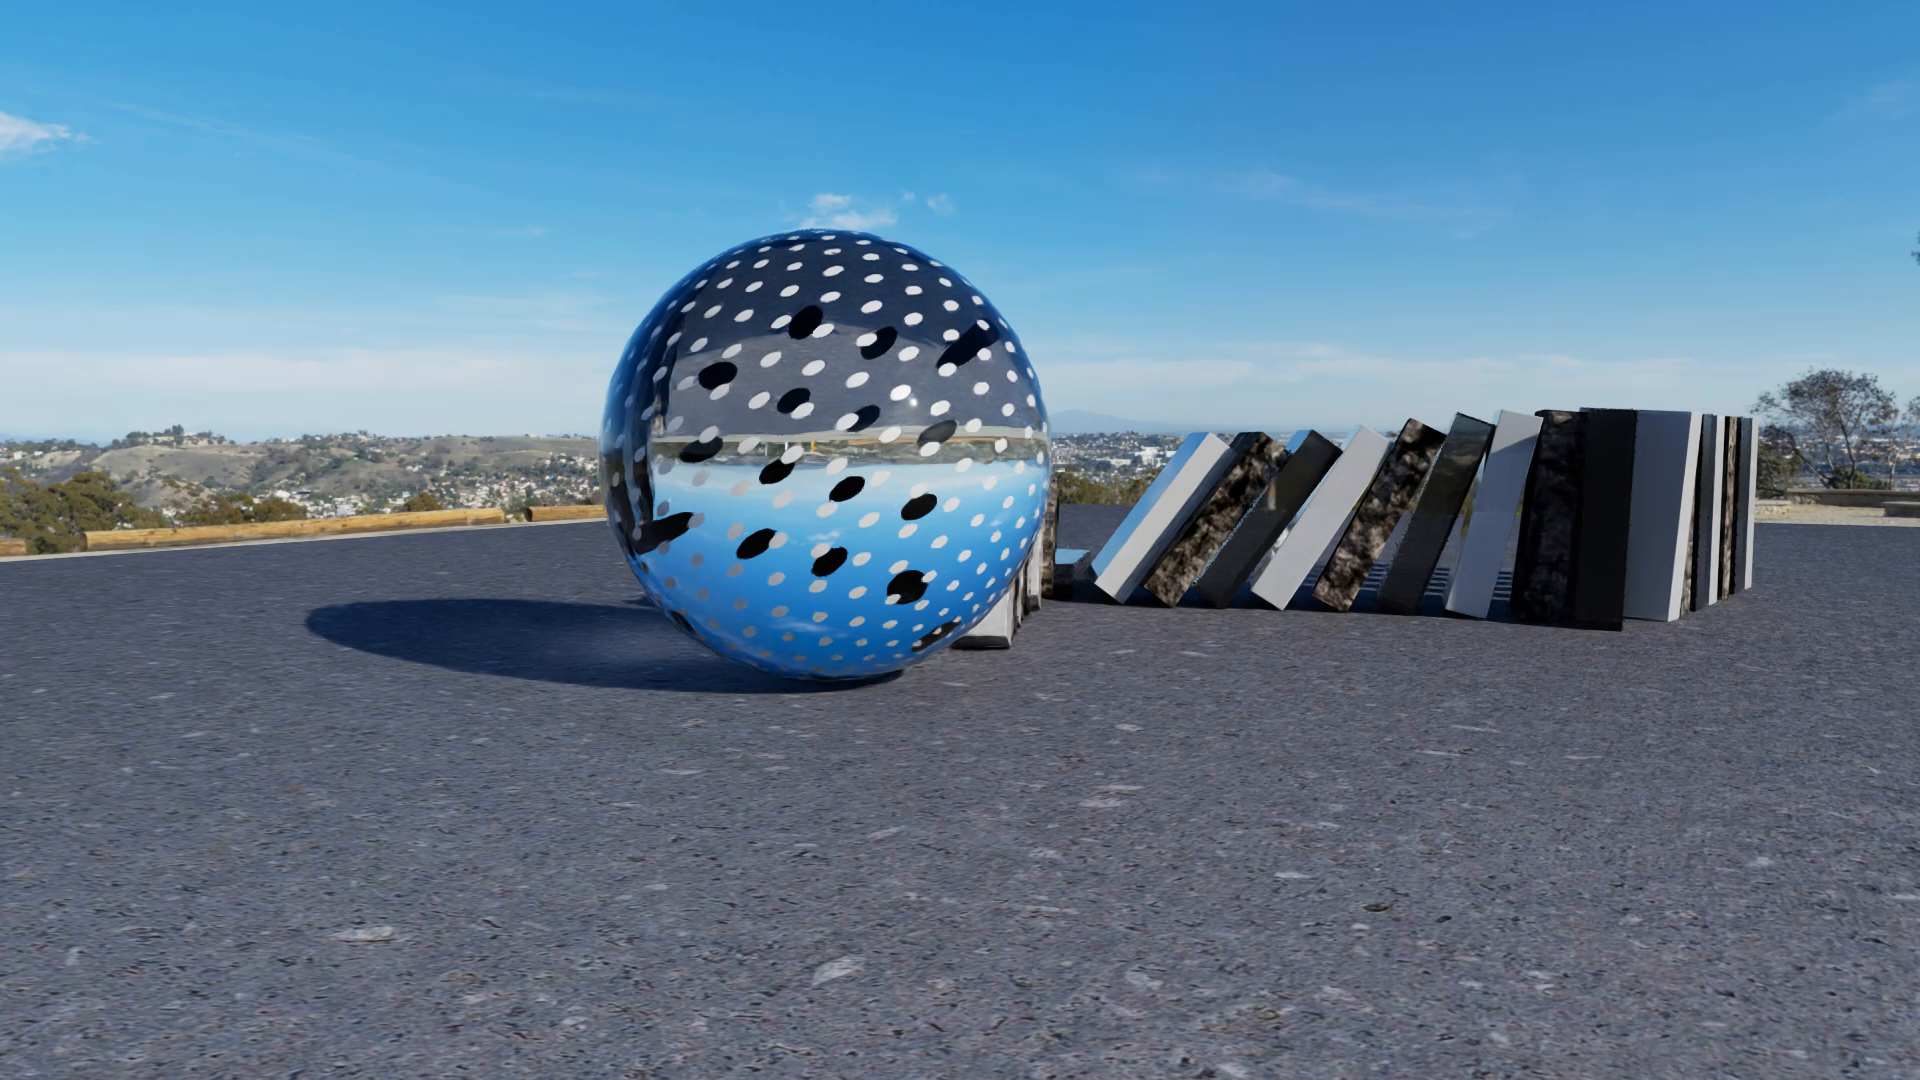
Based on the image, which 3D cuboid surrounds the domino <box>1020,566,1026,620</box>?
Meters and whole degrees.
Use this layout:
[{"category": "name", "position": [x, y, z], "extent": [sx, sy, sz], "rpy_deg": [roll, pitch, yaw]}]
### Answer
[{"category": "domino", "position": [0.004, -0.006, 0.315], "extent": [0.025, 0.050, 0.009], "rpy_deg": [1, -18, 8]}]

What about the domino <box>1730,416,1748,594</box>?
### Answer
[{"category": "domino", "position": [0.213, -0.010, 0.373], "extent": [0.025, 0.050, 0.009], "rpy_deg": [4, 6, 41]}]

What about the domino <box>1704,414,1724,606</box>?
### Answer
[{"category": "domino", "position": [0.191, -0.009, 0.348], "extent": [0.025, 0.050, 0.009], "rpy_deg": [4, 6, 41]}]

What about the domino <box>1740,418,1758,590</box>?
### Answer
[{"category": "domino", "position": [0.223, -0.011, 0.385], "extent": [0.025, 0.050, 0.009], "rpy_deg": [4, 6, 41]}]

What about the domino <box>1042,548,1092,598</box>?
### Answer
[{"category": "domino", "position": [0.024, 0.009, 0.380], "extent": [0.025, 0.009, 0.050], "rpy_deg": [1, 4, 12]}]

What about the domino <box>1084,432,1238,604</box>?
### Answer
[{"category": "domino", "position": [0.054, -0.007, 0.350], "extent": [0.009, 0.050, 0.025], "rpy_deg": [37, 3, -4]}]

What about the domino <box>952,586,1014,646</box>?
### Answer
[{"category": "domino", "position": [-0.001, -0.003, 0.274], "extent": [0.025, 0.050, 0.010], "rpy_deg": [1, -18, 8]}]

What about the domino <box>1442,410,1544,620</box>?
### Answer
[{"category": "domino", "position": [0.133, -0.007, 0.321], "extent": [0.009, 0.050, 0.025], "rpy_deg": [15, 9, 17]}]

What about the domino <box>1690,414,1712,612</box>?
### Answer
[{"category": "domino", "position": [0.180, -0.008, 0.336], "extent": [0.025, 0.050, 0.009], "rpy_deg": [4, 6, 41]}]

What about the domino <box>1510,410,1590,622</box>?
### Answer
[{"category": "domino", "position": [0.144, -0.006, 0.315], "extent": [0.010, 0.050, 0.025], "rpy_deg": [7, 6, 18]}]

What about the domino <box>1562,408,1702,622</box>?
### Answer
[{"category": "domino", "position": [0.164, -0.007, 0.315], "extent": [0.025, 0.050, 0.009], "rpy_deg": [9, 8, 43]}]

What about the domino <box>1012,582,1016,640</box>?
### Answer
[{"category": "domino", "position": [0.000, -0.004, 0.284], "extent": [0.025, 0.050, 0.010], "rpy_deg": [1, -18, 8]}]

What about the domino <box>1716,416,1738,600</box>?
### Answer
[{"category": "domino", "position": [0.202, -0.009, 0.360], "extent": [0.025, 0.050, 0.010], "rpy_deg": [4, 6, 41]}]

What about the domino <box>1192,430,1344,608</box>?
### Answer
[{"category": "domino", "position": [0.080, -0.006, 0.340], "extent": [0.009, 0.050, 0.025], "rpy_deg": [36, 7, 3]}]

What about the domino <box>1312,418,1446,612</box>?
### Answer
[{"category": "domino", "position": [0.108, -0.007, 0.330], "extent": [0.009, 0.050, 0.025], "rpy_deg": [29, 12, 13]}]

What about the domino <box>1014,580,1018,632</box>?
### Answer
[{"category": "domino", "position": [0.001, -0.004, 0.295], "extent": [0.025, 0.050, 0.010], "rpy_deg": [1, -18, 8]}]

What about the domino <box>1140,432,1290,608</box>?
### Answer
[{"category": "domino", "position": [0.066, -0.006, 0.343], "extent": [0.009, 0.050, 0.025], "rpy_deg": [37, 3, -4]}]

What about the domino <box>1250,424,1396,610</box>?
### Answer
[{"category": "domino", "position": [0.094, -0.006, 0.335], "extent": [0.010, 0.050, 0.025], "rpy_deg": [33, 10, 8]}]

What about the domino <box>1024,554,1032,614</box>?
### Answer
[{"category": "domino", "position": [0.006, -0.007, 0.326], "extent": [0.025, 0.050, 0.010], "rpy_deg": [1, -20, 8]}]

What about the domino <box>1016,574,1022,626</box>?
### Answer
[{"category": "domino", "position": [0.003, -0.005, 0.305], "extent": [0.025, 0.050, 0.009], "rpy_deg": [1, -18, 8]}]

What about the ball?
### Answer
[{"category": "ball", "position": [-0.023, -0.015, 0.230], "extent": [0.080, 0.080, 0.080], "rpy_deg": [0, 4, 0]}]

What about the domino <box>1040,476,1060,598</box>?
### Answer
[{"category": "domino", "position": [0.014, -0.002, 0.360], "extent": [0.025, 0.010, 0.050], "rpy_deg": [-1, 31, 8]}]

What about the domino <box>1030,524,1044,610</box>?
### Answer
[{"category": "domino", "position": [0.009, -0.007, 0.338], "extent": [0.025, 0.050, 0.009], "rpy_deg": [1, -25, 8]}]

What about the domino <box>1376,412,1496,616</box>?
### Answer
[{"category": "domino", "position": [0.120, -0.007, 0.326], "extent": [0.009, 0.050, 0.025], "rpy_deg": [23, 11, 16]}]

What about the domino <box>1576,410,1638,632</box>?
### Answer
[{"category": "domino", "position": [0.152, -0.005, 0.302], "extent": [0.009, 0.050, 0.025], "rpy_deg": [4, 6, 25]}]

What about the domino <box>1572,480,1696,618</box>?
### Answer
[{"category": "domino", "position": [0.170, -0.007, 0.324], "extent": [0.025, 0.050, 0.009], "rpy_deg": [4, 5, 41]}]
